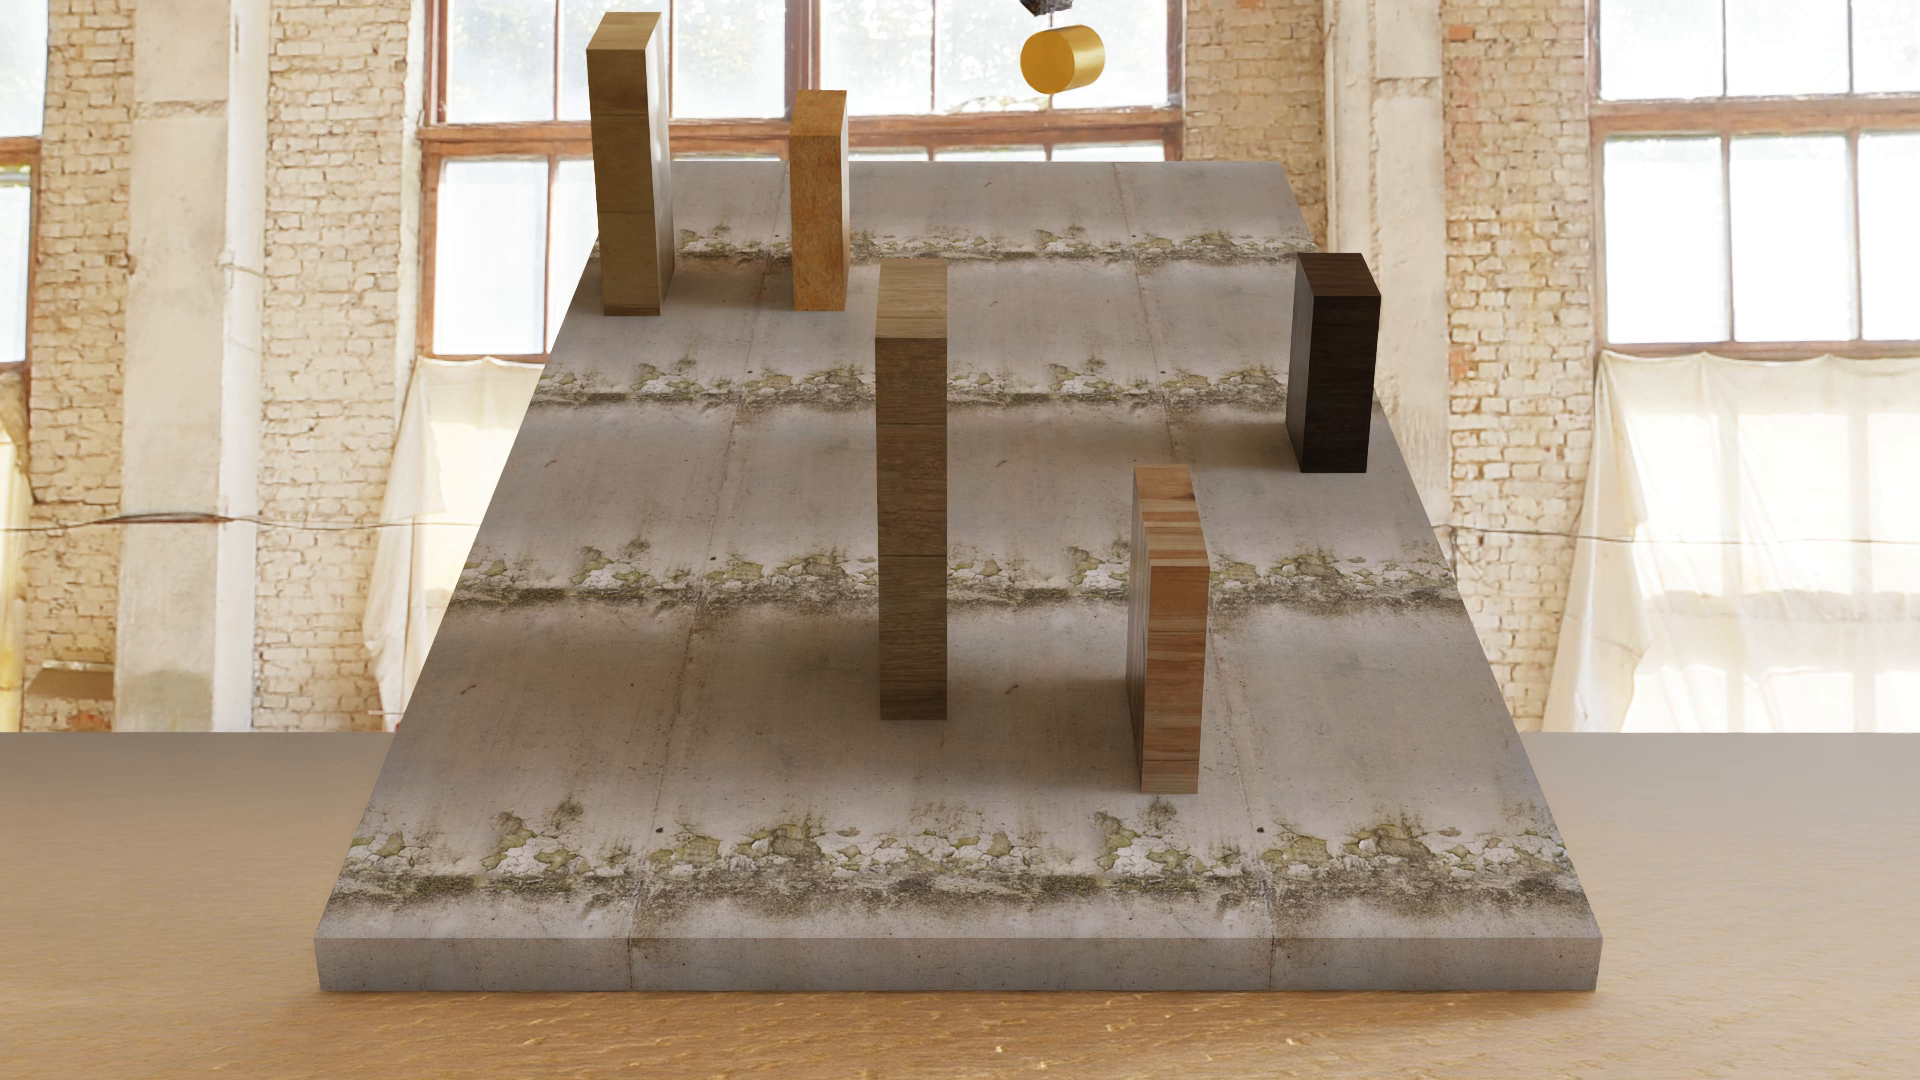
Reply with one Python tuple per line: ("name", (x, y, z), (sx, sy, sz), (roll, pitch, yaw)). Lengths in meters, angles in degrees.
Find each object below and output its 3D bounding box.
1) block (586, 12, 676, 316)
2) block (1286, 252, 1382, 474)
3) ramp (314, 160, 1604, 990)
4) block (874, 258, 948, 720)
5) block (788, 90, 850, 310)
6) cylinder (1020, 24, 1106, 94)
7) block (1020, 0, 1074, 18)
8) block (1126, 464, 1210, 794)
("block", (-0.840, -0.968, 6.070), (0.144, 0.691, 0.377), (0, 26, 0))
("block", (0.823, -0.394, 5.236), (0.143, 0.415, 0.274), (0, 26, 0))
("ramp", (-0.010, -0.228, 5.475), (2.000, 0.100, 4.000), (0, 26, 0))
("block", (-0.083, -0.092, 4.261), (0.120, 0.737, 0.390), (0, 26, 0))
("block", (-0.363, -0.892, 6.174), (0.129, 0.465, 0.418), (0, 26, 0))
("cylinder", (0.308, -1.436, 7.059), (0.189, 0.189, 0.189), (-3, 14, 34))
("block", (0.257, -1.687, 7.114), (0.141, 0.141, 0.141), (-20, -32, -30))
("block", (0.357, 0.150, 4.113), (0.096, 0.437, 0.397), (0, 26, 0))
